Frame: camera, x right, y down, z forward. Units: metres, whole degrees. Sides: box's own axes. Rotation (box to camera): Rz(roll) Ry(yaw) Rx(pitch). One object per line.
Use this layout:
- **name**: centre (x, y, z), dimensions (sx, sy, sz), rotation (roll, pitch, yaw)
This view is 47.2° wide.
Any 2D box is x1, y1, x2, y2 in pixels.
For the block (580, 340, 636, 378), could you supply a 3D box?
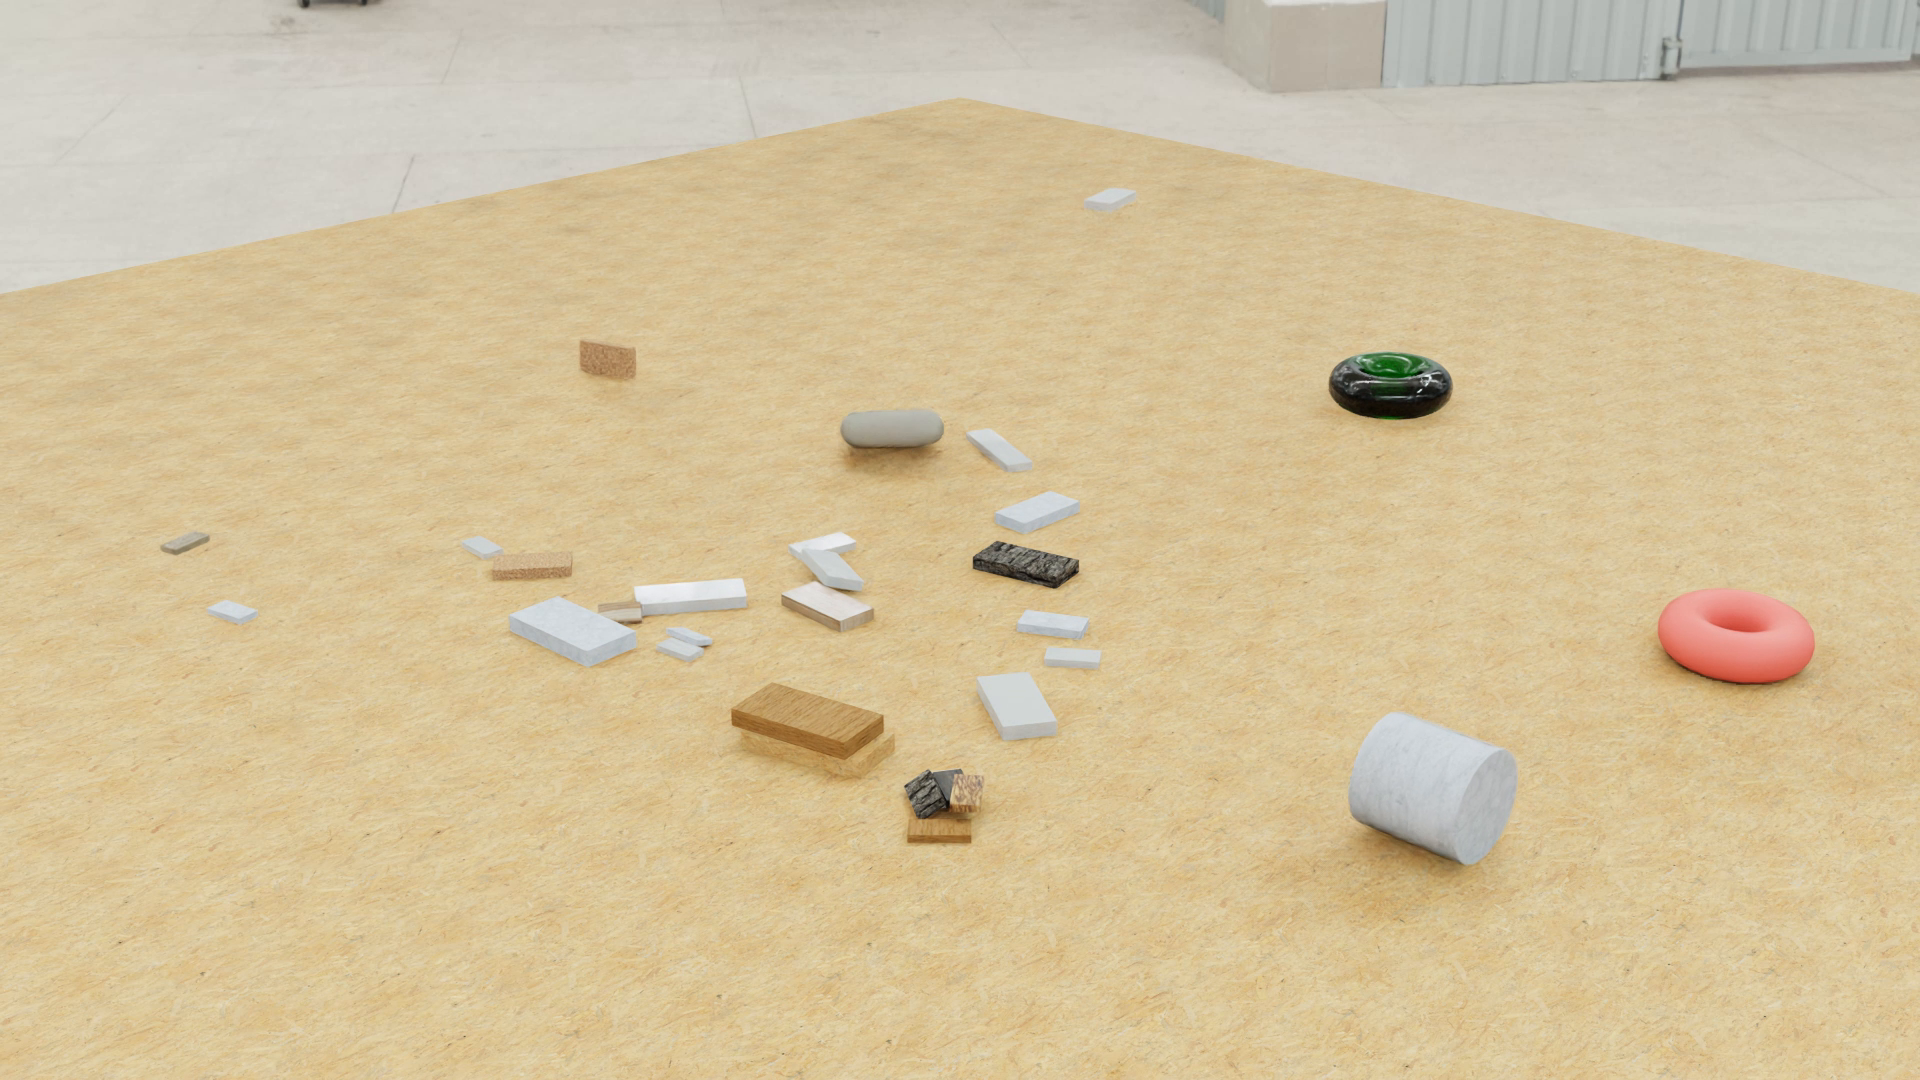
- **block**: centre (-1.122, -0.576, 6.990), dimensions (0.195, 0.098, 0.028), rotation (11, 20, 24)

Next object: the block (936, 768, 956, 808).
- **block**: centre (-0.022, 0.511, 4.533), dimensions (0.061, 0.017, 0.122), rotation (-5, 24, -12)

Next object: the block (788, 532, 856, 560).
- **block**: centre (-0.355, 0.019, 5.689), dimensions (0.157, 0.022, 0.079), rotation (-14, 27, -30)

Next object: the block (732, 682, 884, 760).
- **block**: centre (-0.326, 0.385, 4.695), dimensions (0.293, 0.042, 0.147), rotation (14, 26, 29)

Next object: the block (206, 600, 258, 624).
- **block**: centre (-1.763, 0.175, 5.328), dimensions (0.114, 0.016, 0.057), rotation (14, 27, 29)

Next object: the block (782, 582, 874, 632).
- **block**: centre (-0.322, 0.162, 5.341), dimensions (0.109, 0.031, 0.218), rotation (-21, 30, -40)

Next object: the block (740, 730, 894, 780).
- **block**: centre (-0.303, 0.429, 4.697), dimensions (0.293, 0.042, 0.147), rotation (11, 26, 25)

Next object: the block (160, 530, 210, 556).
- **block**: centre (-2.016, 0.008, 5.722), dimensions (0.057, 0.016, 0.114), rotation (13, 26, 27)

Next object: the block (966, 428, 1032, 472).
- **block**: centre (0.112, -0.259, 6.343), dimensions (0.079, 0.022, 0.296), rotation (-9, 25, -21)

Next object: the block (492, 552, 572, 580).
- **block**: centre (-1.083, 0.065, 5.572), dimensions (0.195, 0.028, 0.098), rotation (-3, 23, -7)

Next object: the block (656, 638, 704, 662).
- **block**: centre (-0.654, 0.256, 5.138), dimensions (0.103, 0.015, 0.052), rotation (16, 28, 34)

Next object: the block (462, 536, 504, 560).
- **block**: centre (-1.237, 0.020, 5.693), dimensions (0.057, 0.016, 0.114), rotation (-19, 30, -38)

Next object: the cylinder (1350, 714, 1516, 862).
- **cylinder**: centre (0.927, 0.486, 4.315), dimensions (0.236, 0.236, 0.236), rotation (14, 26, 37)

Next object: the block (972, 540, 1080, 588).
- **block**: centre (0.167, 0.062, 5.571), dimensions (0.241, 0.034, 0.121), rotation (13, 26, 28)

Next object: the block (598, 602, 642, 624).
- **block**: centre (-0.819, 0.176, 5.290), dimensions (0.103, 0.015, 0.052), rotation (-3, 60, -6)

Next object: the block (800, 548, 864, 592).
- **block**: centre (-0.322, 0.073, 5.514), dimensions (0.098, 0.028, 0.195), rotation (10, 17, -28)

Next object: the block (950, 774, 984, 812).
- **block**: centre (0.015, 0.512, 4.443), dimensions (0.061, 0.017, 0.122), rotation (2, 23, 4)

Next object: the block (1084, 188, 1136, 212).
- **block**: centre (0.615, -1.393, 9.001), dimensions (0.121, 0.034, 0.241), rotation (13, 26, 27)

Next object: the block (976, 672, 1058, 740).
- **block**: centre (0.124, 0.365, 4.856), dimensions (0.121, 0.034, 0.245), rotation (-5, 24, -12)

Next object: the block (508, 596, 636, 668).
- **block**: centre (-0.917, 0.215, 5.201), dimensions (0.293, 0.042, 0.147), rotation (20, 30, 38)

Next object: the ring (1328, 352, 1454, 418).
- **ring**: centre (1.315, -0.473, 6.720), dimensions (0.377, 0.126, 0.377), rotation (-1, 23, 0)

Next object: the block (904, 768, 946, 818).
- **block**: centre (-0.071, 0.519, 4.475), dimensions (0.063, 0.018, 0.126), rotation (-35, 26, 2)

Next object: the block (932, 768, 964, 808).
- **block**: centre (-0.012, 0.508, 4.498), dimensions (0.061, 0.017, 0.122), rotation (-6, 24, -13)

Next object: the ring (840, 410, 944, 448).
- **ring**: centre (-0.195, -0.320, 6.324), dimensions (0.300, 0.100, 0.300), rotation (-1, 4, 0)

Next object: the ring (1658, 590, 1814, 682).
- **ring**: centre (1.798, 0.220, 5.097), dimensions (0.348, 0.116, 0.348), rotation (0, 24, 0)

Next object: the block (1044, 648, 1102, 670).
- **block**: centre (0.261, 0.273, 5.093), dimensions (0.126, 0.018, 0.063), rotation (3, 23, 8)

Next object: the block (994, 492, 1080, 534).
- **block**: centre (0.208, -0.075, 5.898), dimensions (0.109, 0.031, 0.218), rotation (21, 31, 40)

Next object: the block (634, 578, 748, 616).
- **block**: centre (-0.661, 0.140, 5.392), dimensions (0.267, 0.031, 0.109), rotation (-4, 23, -10)

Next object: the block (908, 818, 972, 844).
- **block**: centre (-0.041, 0.579, 4.374), dimensions (0.126, 0.018, 0.063), rotation (0, 23, 0)

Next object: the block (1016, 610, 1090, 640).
- **block**: centre (0.223, 0.202, 5.255), dimensions (0.158, 0.022, 0.079), rotation (7, 24, 16)

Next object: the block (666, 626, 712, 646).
- **block**: centre (-0.639, 0.227, 5.188), dimensions (0.103, 0.015, 0.052), rotation (18, 12, 36)
